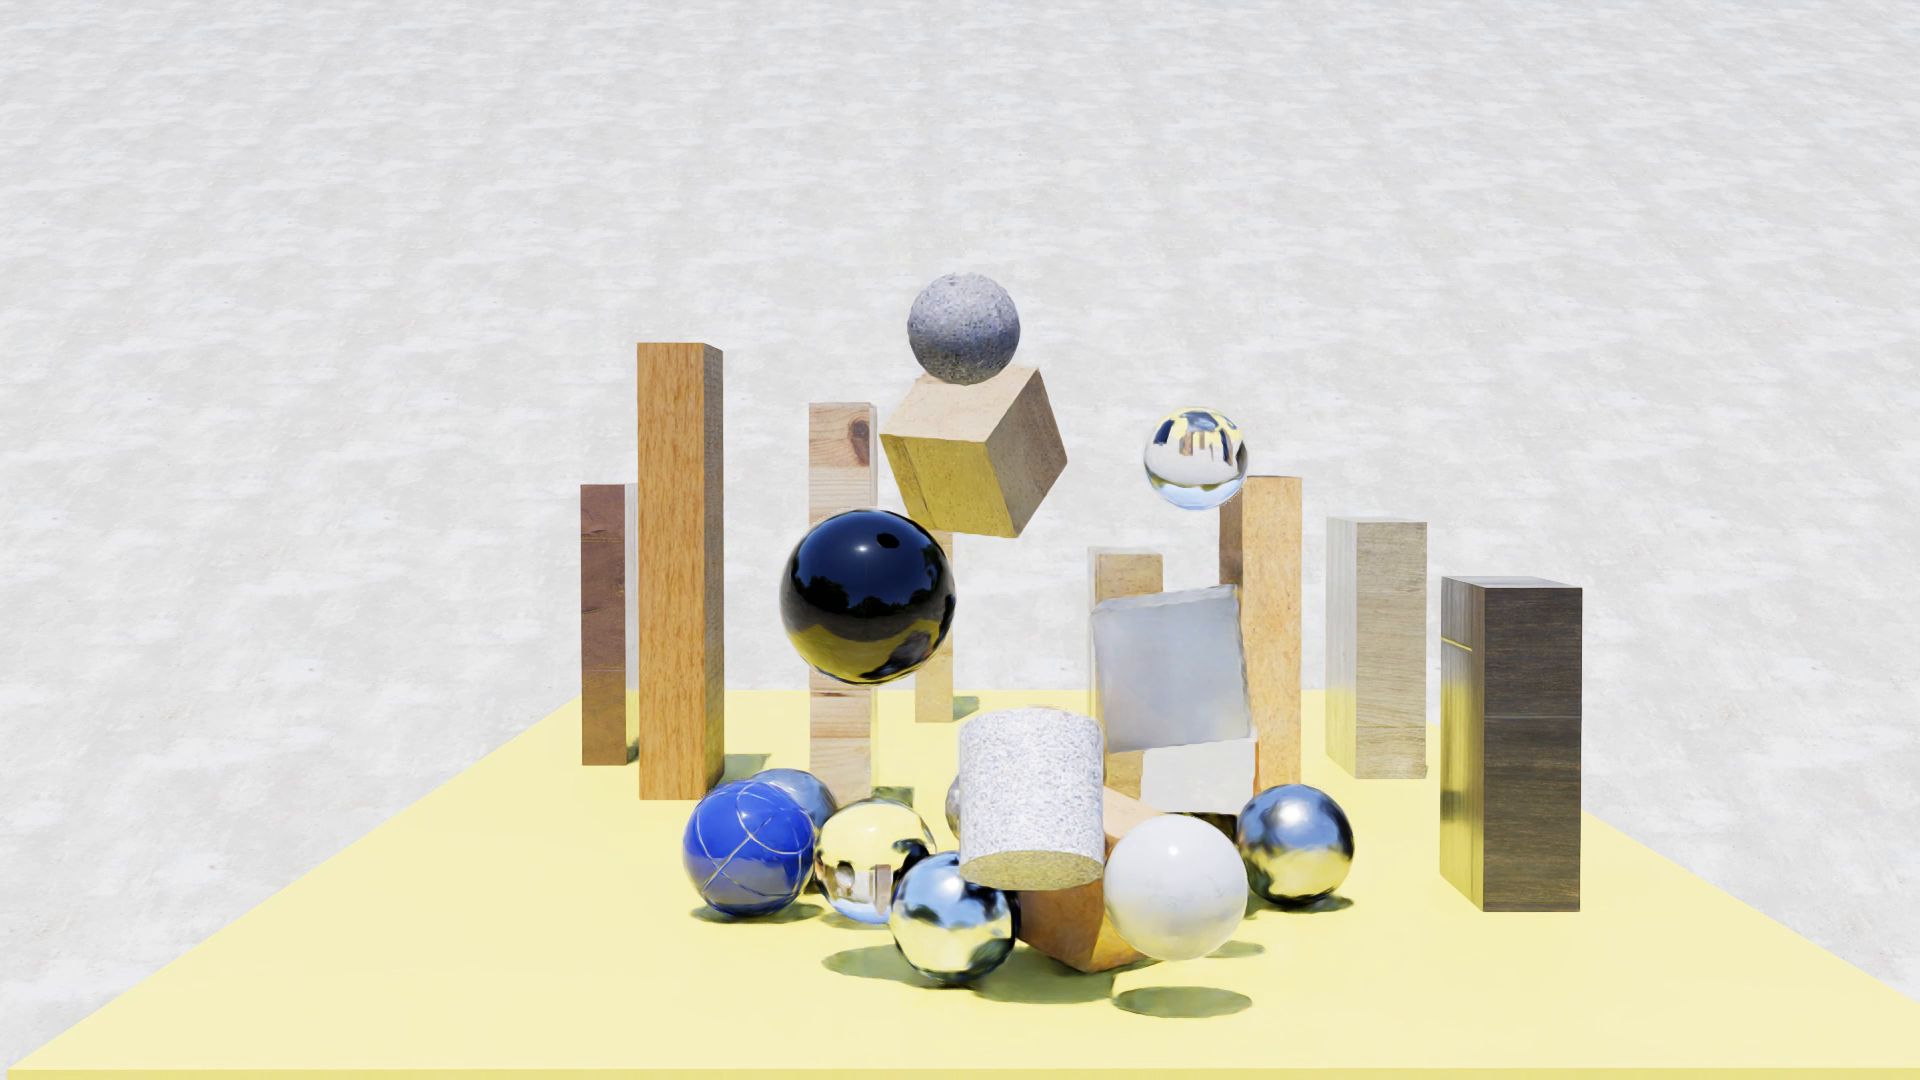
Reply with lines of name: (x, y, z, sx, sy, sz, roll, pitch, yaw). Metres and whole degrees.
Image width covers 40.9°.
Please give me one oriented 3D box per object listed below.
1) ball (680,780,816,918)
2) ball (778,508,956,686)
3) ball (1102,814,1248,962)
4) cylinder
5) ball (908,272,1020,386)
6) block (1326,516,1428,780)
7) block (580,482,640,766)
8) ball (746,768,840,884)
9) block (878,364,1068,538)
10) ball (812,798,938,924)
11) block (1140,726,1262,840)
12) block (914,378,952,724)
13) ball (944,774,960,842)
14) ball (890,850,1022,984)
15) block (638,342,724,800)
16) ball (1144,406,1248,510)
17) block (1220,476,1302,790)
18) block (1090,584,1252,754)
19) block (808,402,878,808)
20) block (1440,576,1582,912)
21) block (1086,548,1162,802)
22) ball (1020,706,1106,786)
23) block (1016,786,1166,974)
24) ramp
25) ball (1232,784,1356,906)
ball: (-0.276, 0.405, 3.372, 0.178, 0.178, 0.178, 0, 24, 0)
ball: (-0.104, 0.064, 2.887, 0.200, 0.200, 0.200, 0, 24, 0)
ball: (0.234, 0.378, 2.797, 0.158, 0.158, 0.158, 0, 24, 0)
cylinder: (0.080, 0.290, 2.865, 0.160, 0.160, 0.160, 0, 67, 0)
ball: (0.004, -0.229, 2.791, 0.123, 0.123, 0.123, 0, 24, 0)
block: (0.797, 0.198, 4.960, 0.130, 0.477, 0.395, 0, 2, 0)
block: (-0.689, 0.160, 5.113, 0.086, 0.544, 0.283, 0, 2, 0)
ball: (-0.246, 0.401, 3.581, 0.170, 0.170, 0.170, 0, 24, 0)
block: (0.018, -0.112, 3.146, 0.149, 0.149, 0.149, 6, 43, 31)
ball: (-0.109, 0.414, 3.326, 0.162, 0.162, 0.162, 0, 24, 0)
block: (0.343, 0.372, 3.656, 0.156, 0.156, 0.156, 0, 47, 10)
block: (-0.059, 0.019, 5.905, 0.084, 0.768, 0.328, 0, 2, 0)
ball: (0.050, 0.403, 3.875, 0.146, 0.146, 0.146, 0, 24, 0)
ball: (-0.005, 0.432, 2.959, 0.152, 0.152, 0.152, 0, 24, 0)
block: (-0.502, 0.049, 4.666, 0.115, 0.797, 0.378, 0, 2, 0)
ball: (0.265, -0.092, 2.895, 0.118, 0.118, 0.118, 0, 24, 0)
block: (0.486, 0.180, 4.192, 0.093, 0.568, 0.349, 0, 2, 0)
block: (0.277, 0.164, 3.336, 0.180, 0.180, 0.180, -7, 3, 8)
block: (-0.186, 0.123, 4.180, 0.094, 0.683, 0.414, 0, 2, 0)
block: (0.755, 0.272, 3.547, 0.129, 0.430, 0.306, 0, 2, 0)
block: (0.286, 0.235, 4.512, 0.112, 0.434, 0.320, 0, 2, 0)
ball: (0.126, 0.365, 4.045, 0.209, 0.209, 0.209, 0, 24, 0)
block: (0.151, 0.398, 3.078, 0.165, 0.165, 0.165, 22, 12, 33)
ramp: (0.055, 0.502, 4.547, 2.000, 0.100, 4.000, 0, 2, 0)
ball: (0.446, 0.408, 3.448, 0.164, 0.164, 0.164, 0, 24, 0)
